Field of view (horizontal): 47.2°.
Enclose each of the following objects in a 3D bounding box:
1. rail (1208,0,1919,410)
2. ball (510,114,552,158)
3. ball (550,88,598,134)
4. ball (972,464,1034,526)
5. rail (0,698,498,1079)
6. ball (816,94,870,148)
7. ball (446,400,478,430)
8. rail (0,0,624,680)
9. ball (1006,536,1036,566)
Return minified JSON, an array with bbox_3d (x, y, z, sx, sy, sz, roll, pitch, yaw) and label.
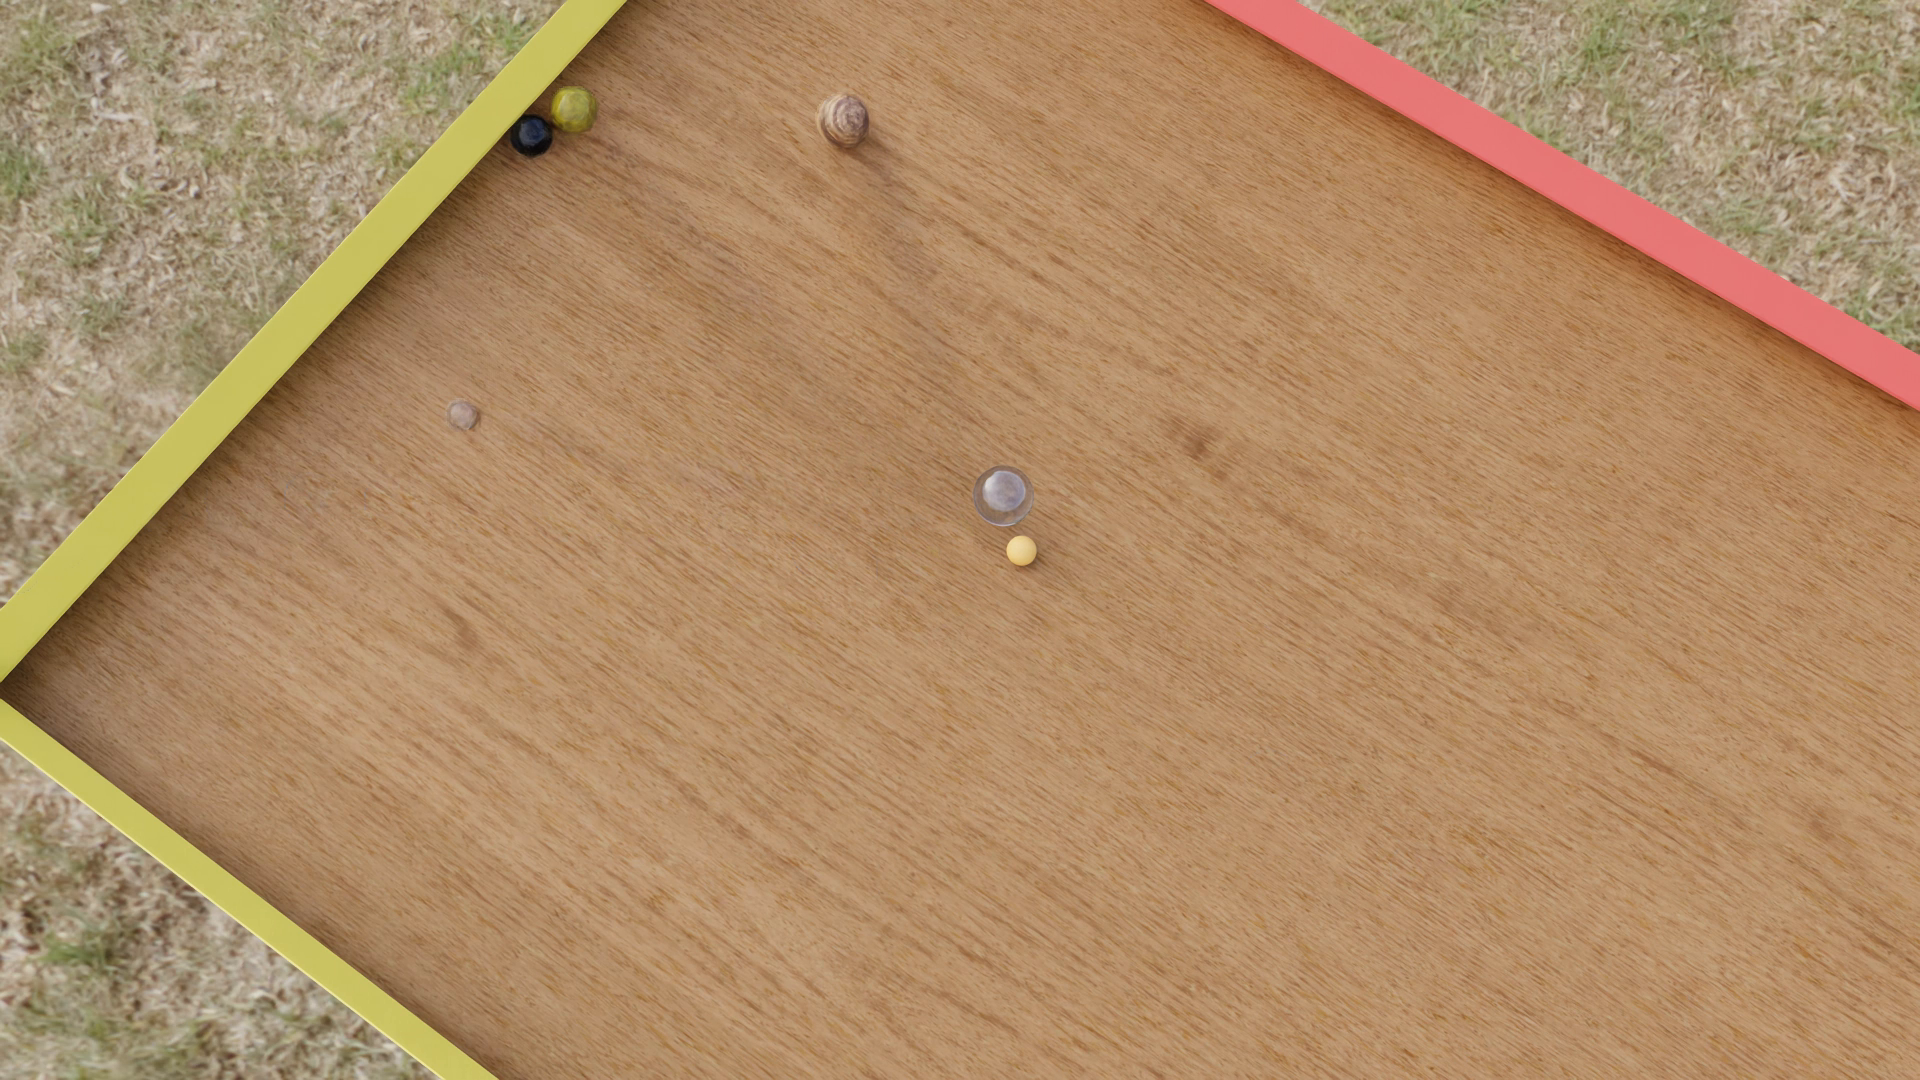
[{"bbox_3d":[1.533,-0.244,3.558,4.420,0.127,0.045,33,72,13],"label":"rail"},{"bbox_3d":[-0.735,-0.693,3.771,0.072,0.072,0.072,0,68,0],"label":"ball"},{"bbox_3d":[-0.665,-0.738,3.785,0.081,0.081,0.081,0,68,0],"label":"ball"},{"bbox_3d":[0.069,-0.071,3.504,0.098,0.098,0.098,0,68,0],"label":"ball"},{"bbox_3d":[0.270,1.407,2.887,4.420,0.127,0.045,33,72,13],"label":"rail"},{"bbox_3d":[-0.200,-0.718,3.771,0.091,0.091,0.091,0,68,0],"label":"ball"},{"bbox_3d":[-0.812,-0.204,3.584,0.050,0.050,0.050,0,68,0],"label":"ball"},{"bbox_3d":[-0.882,-0.590,3.698,0.045,0.127,2.232,33,72,13],"label":"rail"},{"bbox_3d":[0.098,0.017,3.495,0.048,0.048,0.048,0,68,0],"label":"ball"}]
